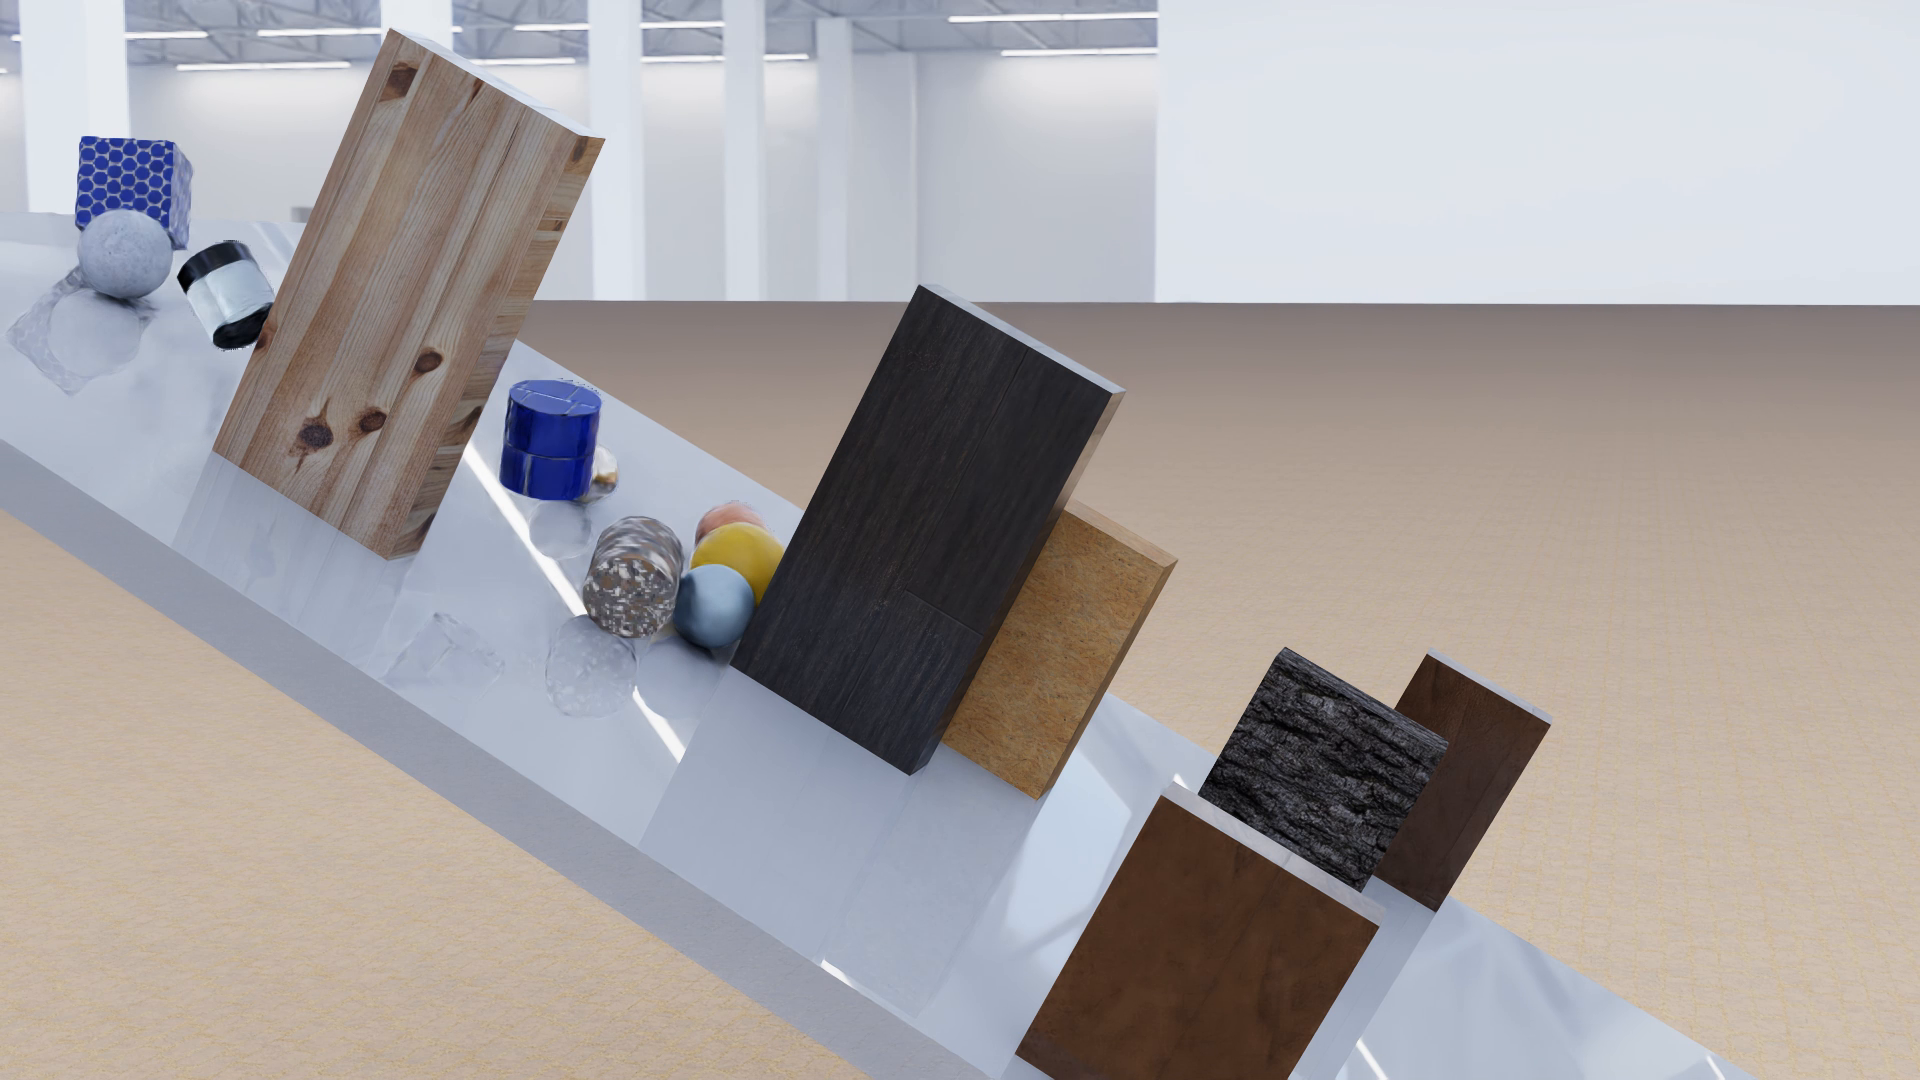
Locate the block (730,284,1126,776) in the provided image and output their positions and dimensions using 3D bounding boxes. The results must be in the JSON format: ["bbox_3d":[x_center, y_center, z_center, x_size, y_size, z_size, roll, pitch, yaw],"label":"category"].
[{"bbox_3d":[-0.066,-0.017,3.949,0.396,0.785,0.107,30,14,12],"label":"block"}]

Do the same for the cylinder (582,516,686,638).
[{"bbox_3d":[-0.582,0.066,3.930,0.162,0.162,0.162,0,29,1],"label":"cylinder"}]

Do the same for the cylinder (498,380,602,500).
[{"bbox_3d":[-0.727,-0.178,3.899,0.163,0.163,0.163,10,23,-4],"label":"cylinder"}]

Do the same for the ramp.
[{"bbox_3d":[-0.218,0.362,4.145,4.000,0.100,2.000,30,14,12],"label":"ramp"}]

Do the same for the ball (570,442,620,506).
[{"bbox_3d":[-0.755,-0.136,4.444,0.130,0.130,0.130,0,7,0],"label":"ball"}]

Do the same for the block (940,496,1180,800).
[{"bbox_3d":[0.165,0.197,4.179,0.270,0.513,0.131,30,14,12],"label":"block"}]

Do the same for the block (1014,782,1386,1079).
[{"bbox_3d":[0.336,0.625,3.108,0.344,0.447,0.088,30,14,12],"label":"block"}]

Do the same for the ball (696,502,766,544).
[{"bbox_3d":[-0.463,-0.002,4.463,0.148,0.148,0.148,0,7,0],"label":"ball"}]

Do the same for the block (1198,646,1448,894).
[{"bbox_3d":[0.680,0.488,4.278,0.363,0.424,0.114,30,14,12],"label":"block"}]

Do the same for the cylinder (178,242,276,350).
[{"bbox_3d":[-1.396,-0.468,4.213,0.147,0.147,0.147,-31,-13,-8],"label":"cylinder"}]

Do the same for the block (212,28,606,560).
[{"bbox_3d":[-0.936,-0.407,3.702,0.383,0.795,0.097,30,14,12],"label":"block"}]

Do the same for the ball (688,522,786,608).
[{"bbox_3d":[-0.421,0.065,4.208,0.199,0.199,0.199,0,7,0],"label":"ball"}]

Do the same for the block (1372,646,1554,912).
[{"bbox_3d":[1.013,0.512,4.703,0.293,0.477,0.094,30,14,12],"label":"block"}]

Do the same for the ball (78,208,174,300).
[{"bbox_3d":[-1.612,-0.552,4.248,0.173,0.173,0.173,0,7,0],"label":"ball"}]

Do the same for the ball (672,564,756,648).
[{"bbox_3d":[-0.453,0.122,4.038,0.155,0.155,0.155,0,7,0],"label":"ball"}]

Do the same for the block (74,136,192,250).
[{"bbox_3d":[-1.657,-0.694,4.416,0.178,0.178,0.178,2,-6,-8],"label":"block"}]
